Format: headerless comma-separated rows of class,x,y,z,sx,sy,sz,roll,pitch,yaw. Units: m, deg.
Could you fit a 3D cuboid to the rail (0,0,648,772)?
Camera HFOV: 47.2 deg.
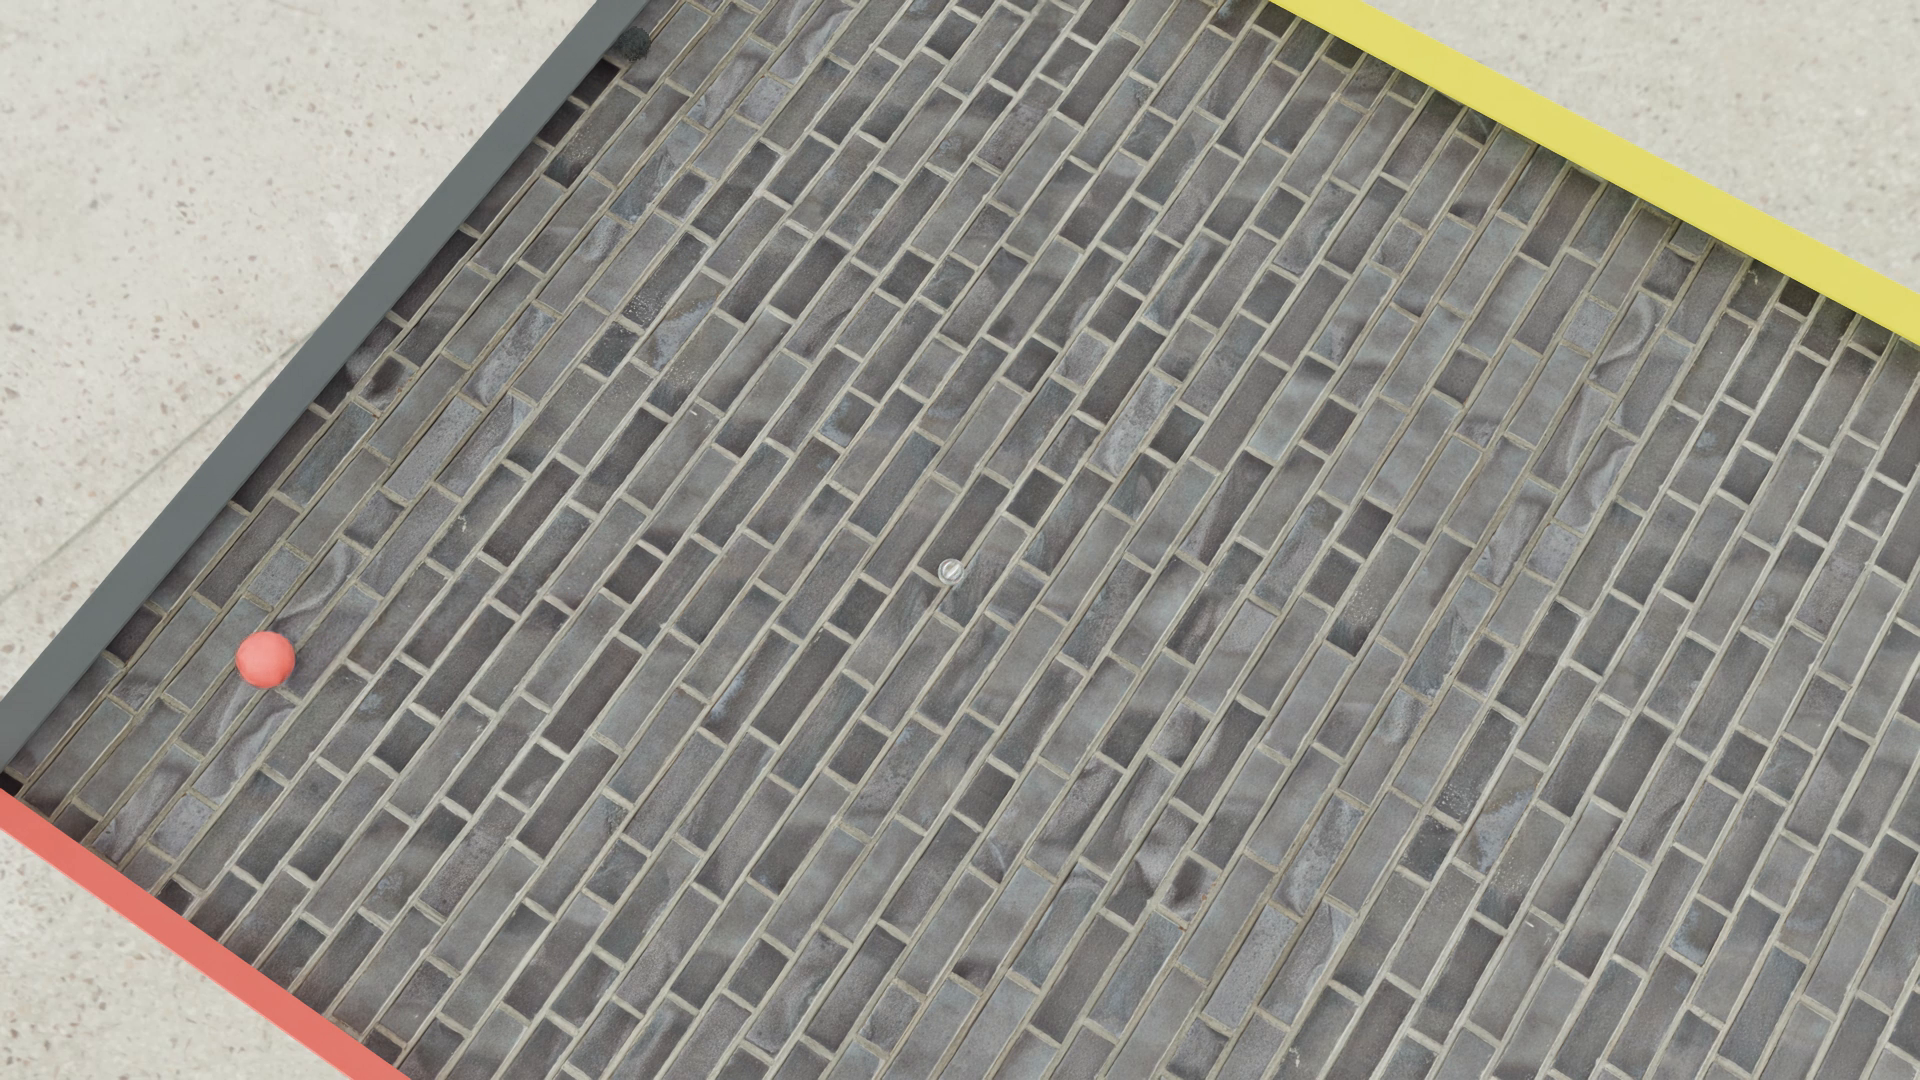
rail,-0.856,-0.529,3.663,0.045,0.113,2.358,31,72,12

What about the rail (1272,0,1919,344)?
rail,1.508,-0.376,3.603,4.184,0.113,0.045,31,72,12

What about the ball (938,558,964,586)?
ball,-0.014,0.050,3.472,0.043,0.043,0.043,0,68,0

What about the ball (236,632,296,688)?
ball,-1.071,0.184,3.396,0.087,0.087,0.087,0,68,0

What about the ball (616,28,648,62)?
ball,-0.570,-0.862,3.826,0.056,0.056,0.056,0,68,0

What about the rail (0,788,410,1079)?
rail,0.243,1.422,2.891,4.184,0.113,0.045,31,72,12
